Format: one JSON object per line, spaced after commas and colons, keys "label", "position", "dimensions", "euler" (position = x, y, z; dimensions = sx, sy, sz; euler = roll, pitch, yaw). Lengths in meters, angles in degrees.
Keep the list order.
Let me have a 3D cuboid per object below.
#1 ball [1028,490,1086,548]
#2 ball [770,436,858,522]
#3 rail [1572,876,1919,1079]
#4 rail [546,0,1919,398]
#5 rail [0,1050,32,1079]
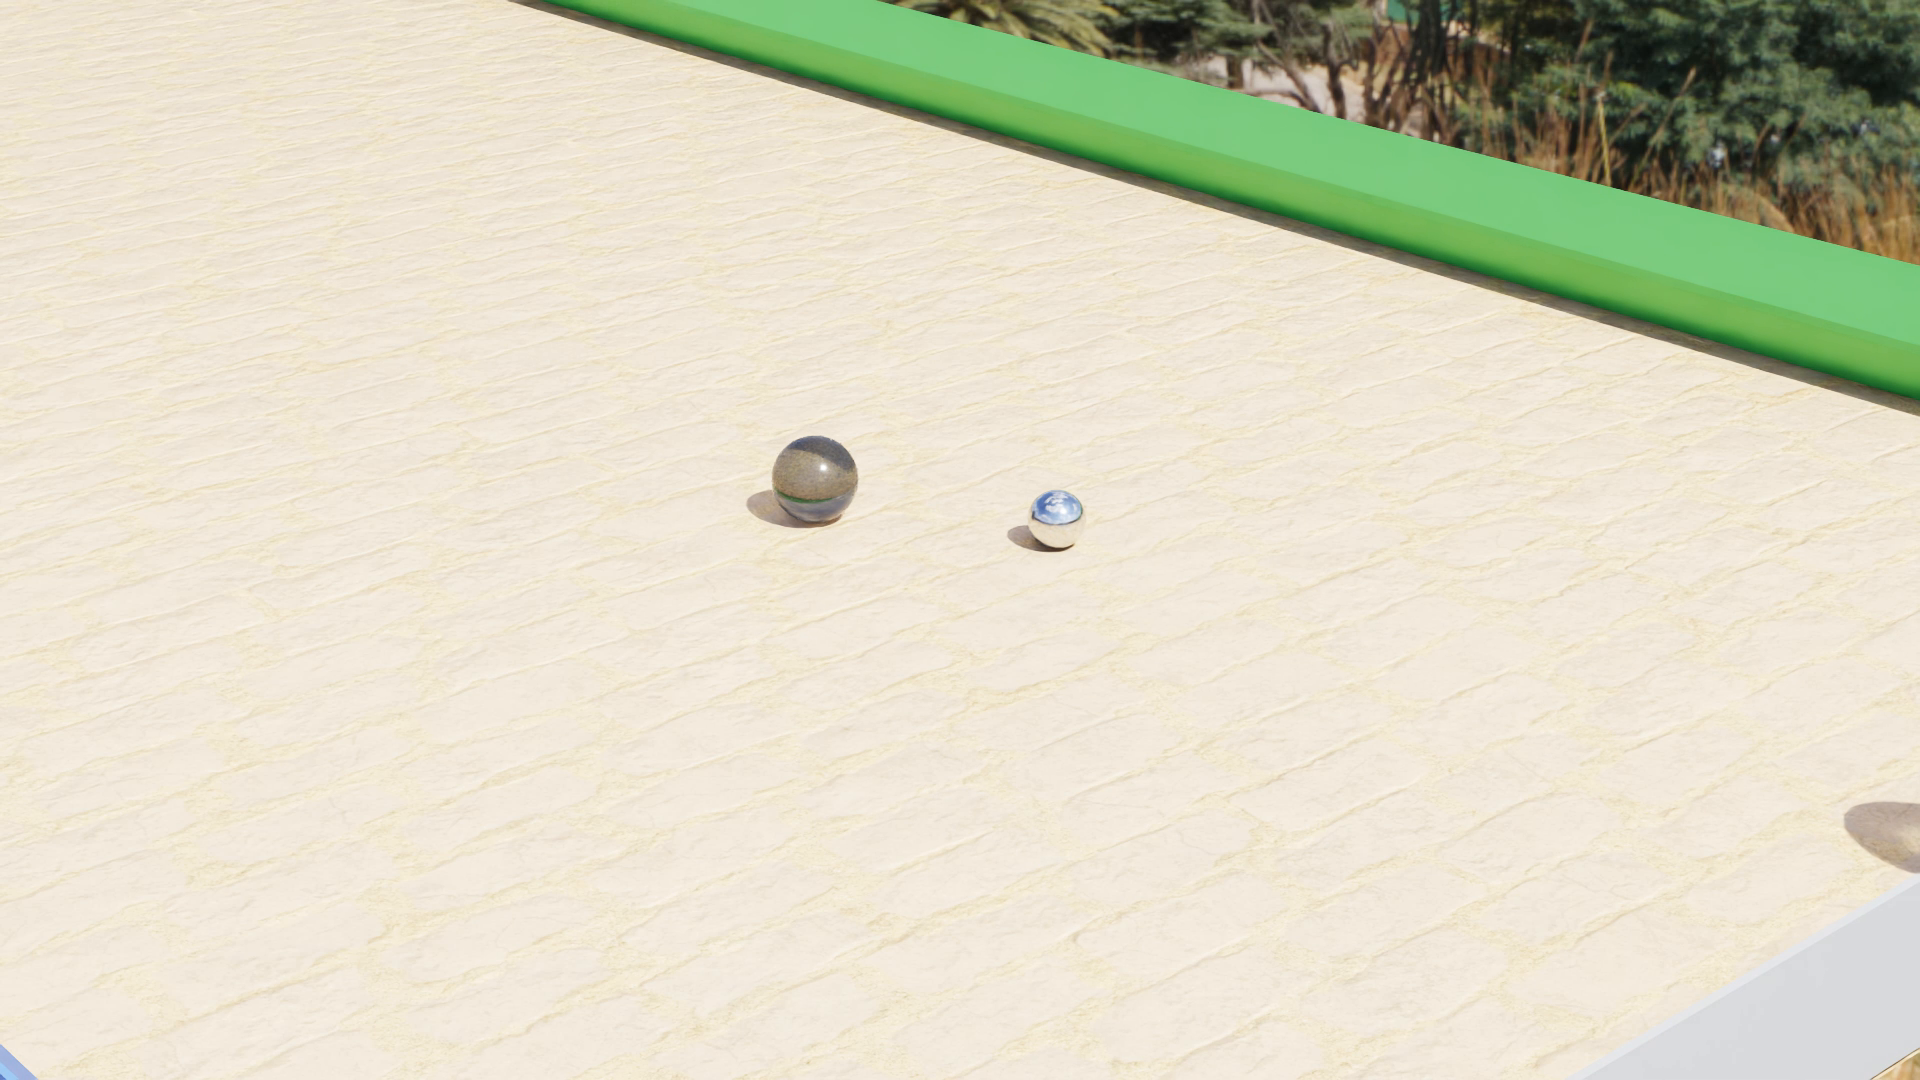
{"label": "ball", "position": [0.082, -0.018, 2.477], "dimensions": [0.050, 0.050, 0.050], "euler": [0, 23, 0]}
{"label": "ball", "position": [-0.125, -0.052, 2.527], "dimensions": [0.075, 0.075, 0.075], "euler": [0, 23, 0]}
{"label": "rail", "position": [0.585, 0.232, 1.776], "dimensions": [1.964, 0.128, 0.045], "euler": [-19, 29, -37]}
{"label": "rail", "position": [0.120, -0.533, 3.608], "dimensions": [0.045, 0.128, 3.646], "euler": [-19, 29, -37]}
{"label": "rail", "position": [-1.321, -0.047, 2.442], "dimensions": [0.045, 0.128, 3.646], "euler": [-19, 29, -37]}
